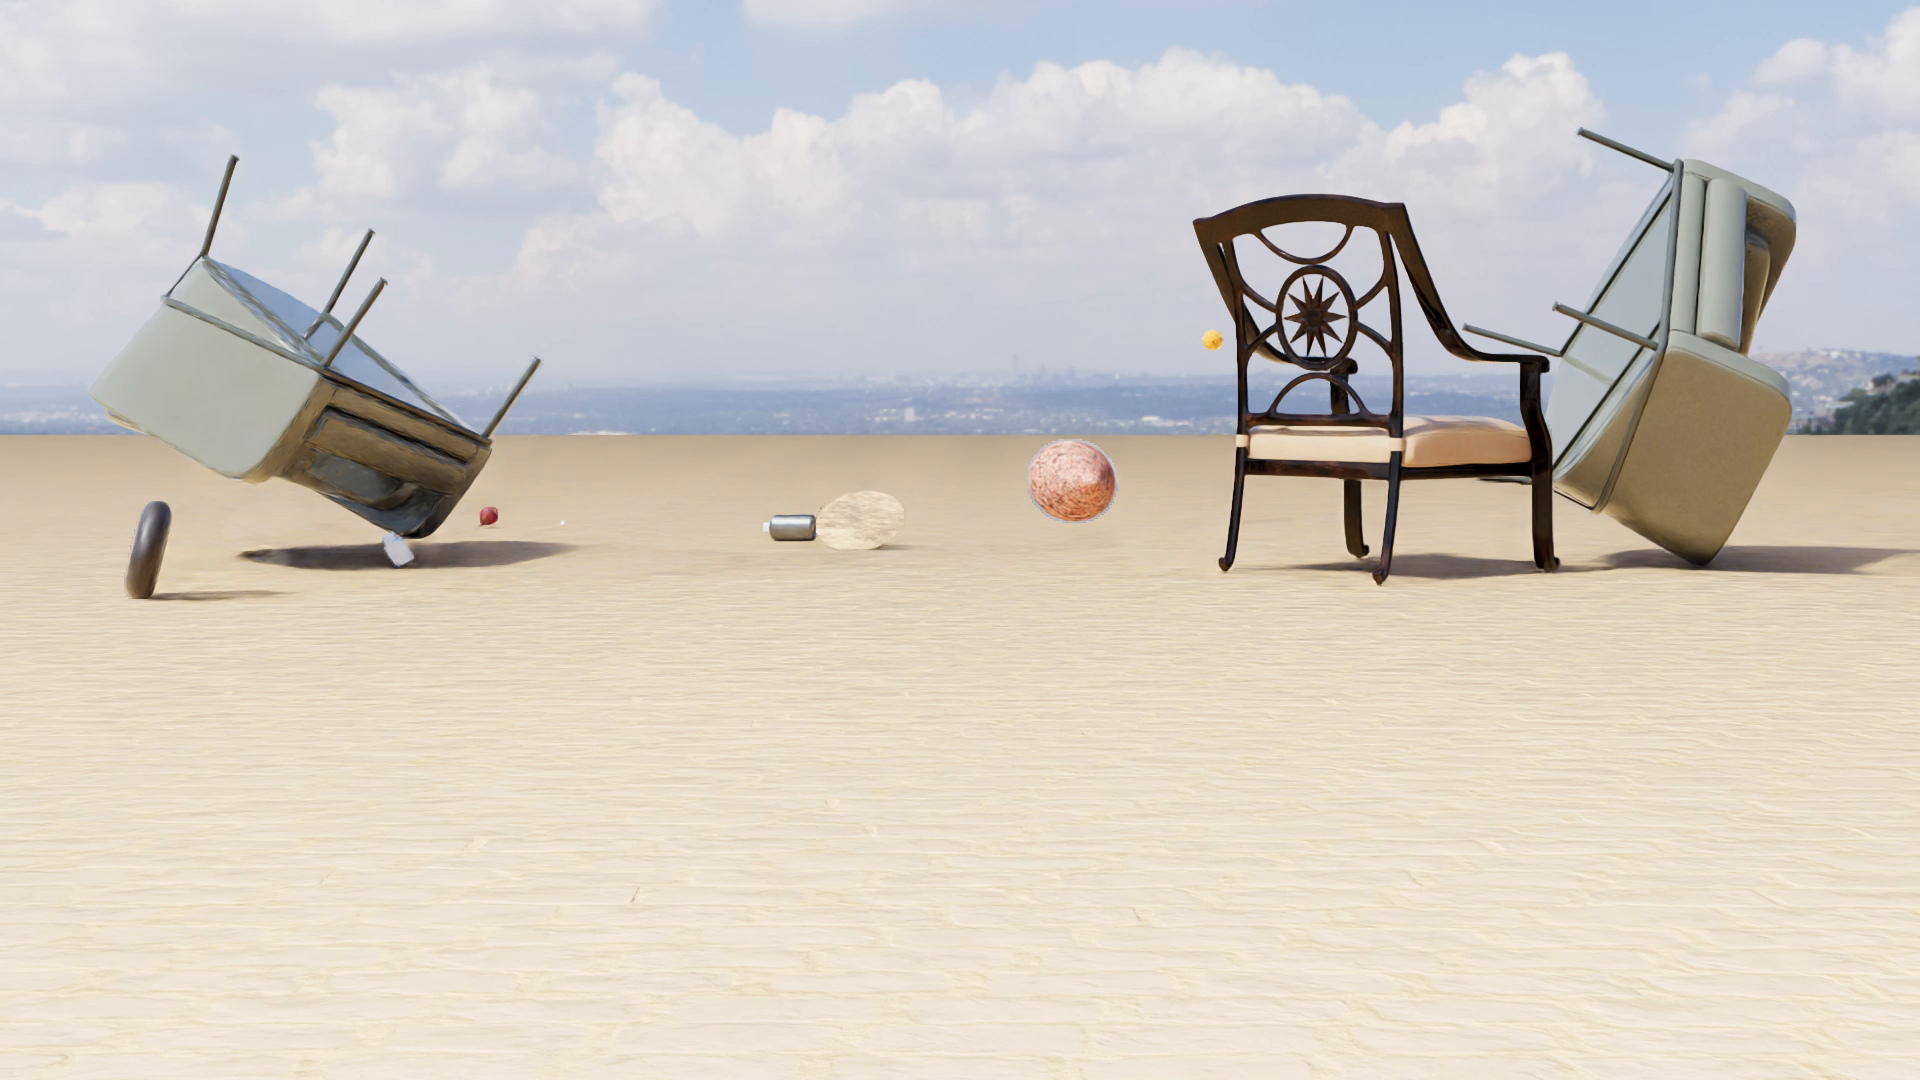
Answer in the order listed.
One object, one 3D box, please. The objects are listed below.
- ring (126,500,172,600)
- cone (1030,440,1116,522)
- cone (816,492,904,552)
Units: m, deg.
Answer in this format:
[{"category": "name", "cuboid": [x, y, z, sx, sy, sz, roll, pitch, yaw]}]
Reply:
[{"category": "ring", "cuboid": [-1.737, 0.021, 4.709, 0.060, 0.217, 0.228, 13, -24, -18]}, {"category": "cone", "cuboid": [0.394, -0.183, 6.935, 0.297, 0.256, 0.220, 11, 0, -18]}, {"category": "cone", "cuboid": [-0.267, -0.016, 6.197, 0.261, 0.223, 0.115, 7, -38, 22]}]
